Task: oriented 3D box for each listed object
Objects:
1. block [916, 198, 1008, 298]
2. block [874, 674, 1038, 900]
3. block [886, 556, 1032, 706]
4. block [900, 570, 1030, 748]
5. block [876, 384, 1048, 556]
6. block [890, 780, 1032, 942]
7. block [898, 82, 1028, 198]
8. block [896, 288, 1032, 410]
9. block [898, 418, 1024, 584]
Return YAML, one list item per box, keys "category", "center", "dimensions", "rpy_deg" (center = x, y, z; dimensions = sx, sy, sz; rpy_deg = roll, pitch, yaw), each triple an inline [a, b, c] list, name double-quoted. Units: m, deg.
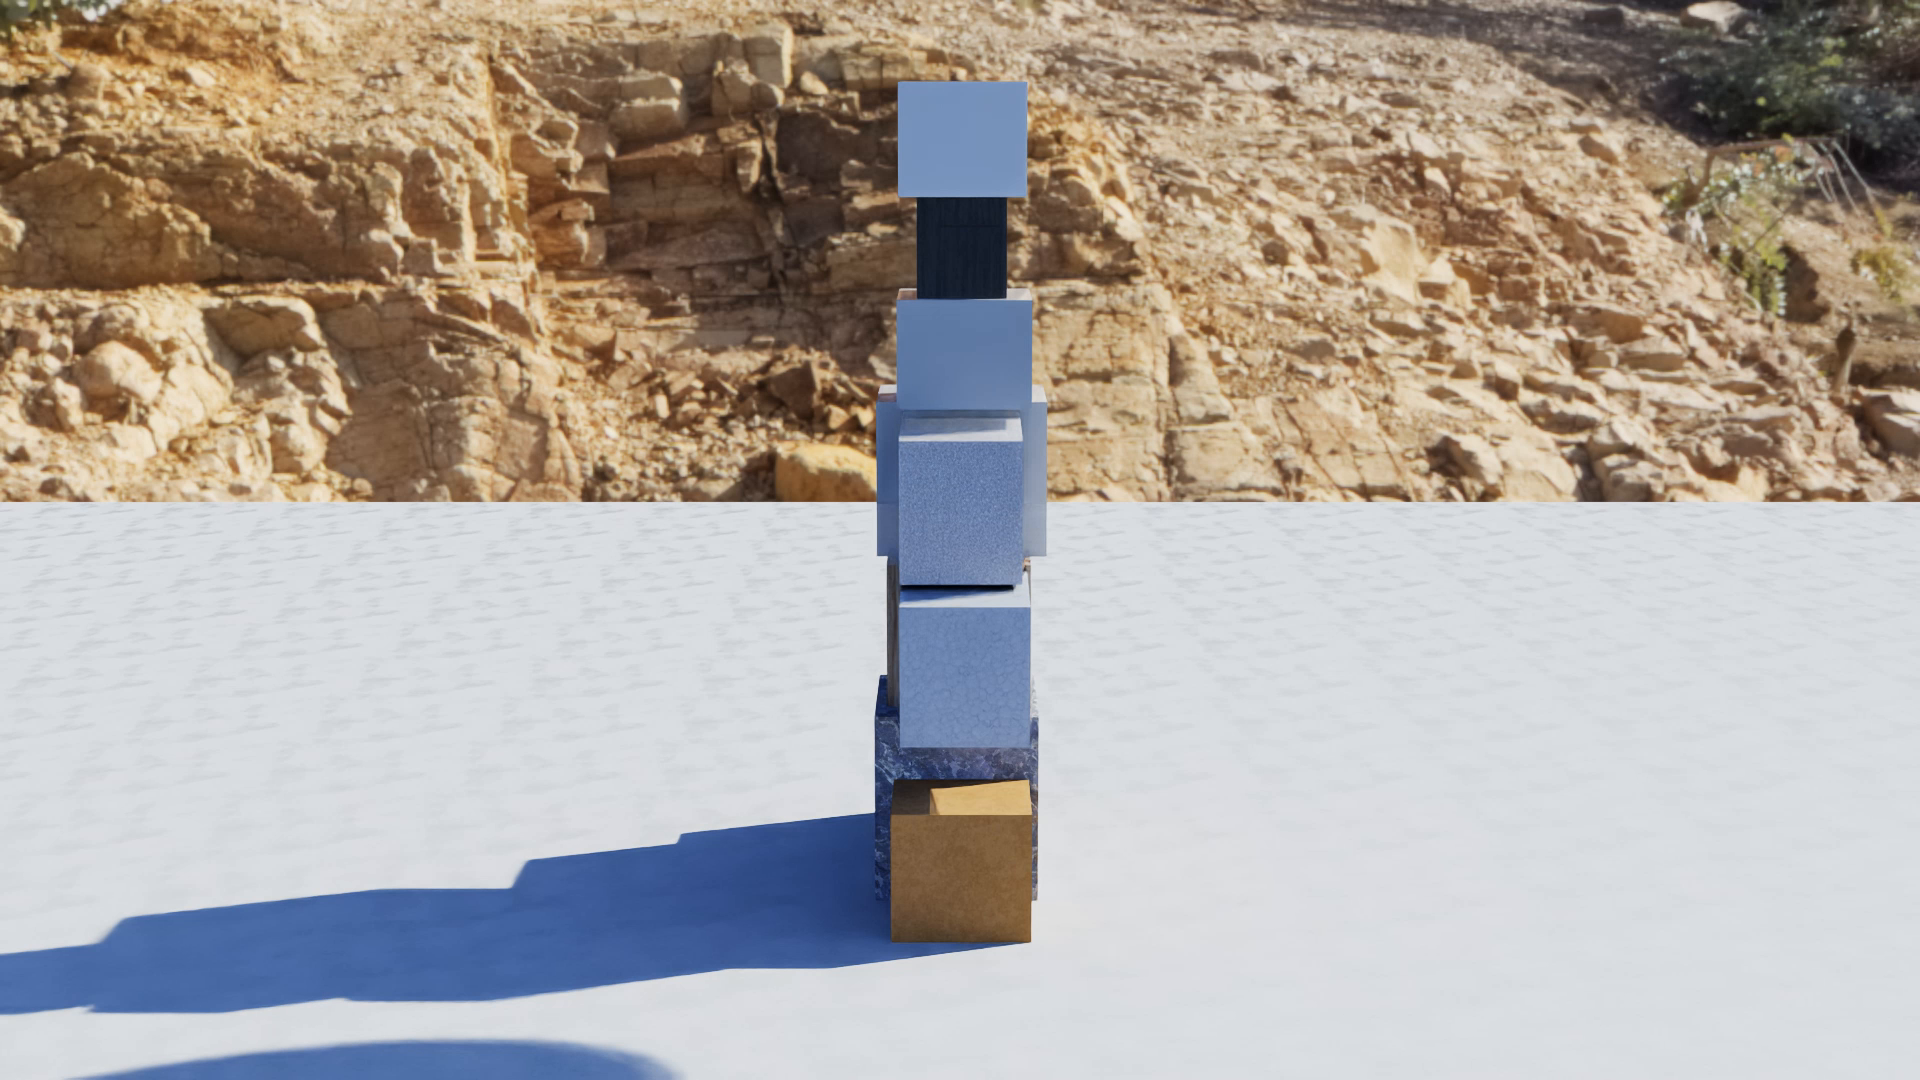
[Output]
- category: "block"
  center: [0.008, -1.262, 10.951]
  dimensions: [0.377, 0.425, 0.426]
  rpy_deg: [0, 10, 0]
- category: "block"
  center: [-0.015, 1.081, 11.348]
  dimensions: [0.699, 0.813, 0.779]
  rpy_deg: [0, 10, 0]
- category: "block"
  center: [-0.005, 0.360, 11.304]
  dimensions: [0.618, 0.622, 0.599]
  rpy_deg: [0, 10, 0]
- category: "block"
  center: [0.020, 0.491, 10.703]
  dimensions: [0.531, 0.598, 0.567]
  rpy_deg: [0, 14, 0]
- category: "block"
  center: [0.007, -0.317, 11.398]
  dimensions: [0.736, 0.675, 0.626]
  rpy_deg: [0, 10, 0]
- category: "block"
  center: [0.005, 1.334, 10.717]
  dimensions: [0.574, 0.542, 0.533]
  rpy_deg: [0, 10, 0]
- category: "block"
  center: [0.011, -1.703, 10.871]
  dimensions: [0.535, 0.471, 0.557]
  rpy_deg: [0, 10, 0]
- category: "block"
  center: [0.019, -0.827, 11.030]
  dimensions: [0.567, 0.460, 0.591]
  rpy_deg: [0, 10, 0]
- category: "block"
  center: [0.004, -0.170, 10.812]
  dimensions: [0.509, 0.604, 0.531]
  rpy_deg: [0, 13, 0]
